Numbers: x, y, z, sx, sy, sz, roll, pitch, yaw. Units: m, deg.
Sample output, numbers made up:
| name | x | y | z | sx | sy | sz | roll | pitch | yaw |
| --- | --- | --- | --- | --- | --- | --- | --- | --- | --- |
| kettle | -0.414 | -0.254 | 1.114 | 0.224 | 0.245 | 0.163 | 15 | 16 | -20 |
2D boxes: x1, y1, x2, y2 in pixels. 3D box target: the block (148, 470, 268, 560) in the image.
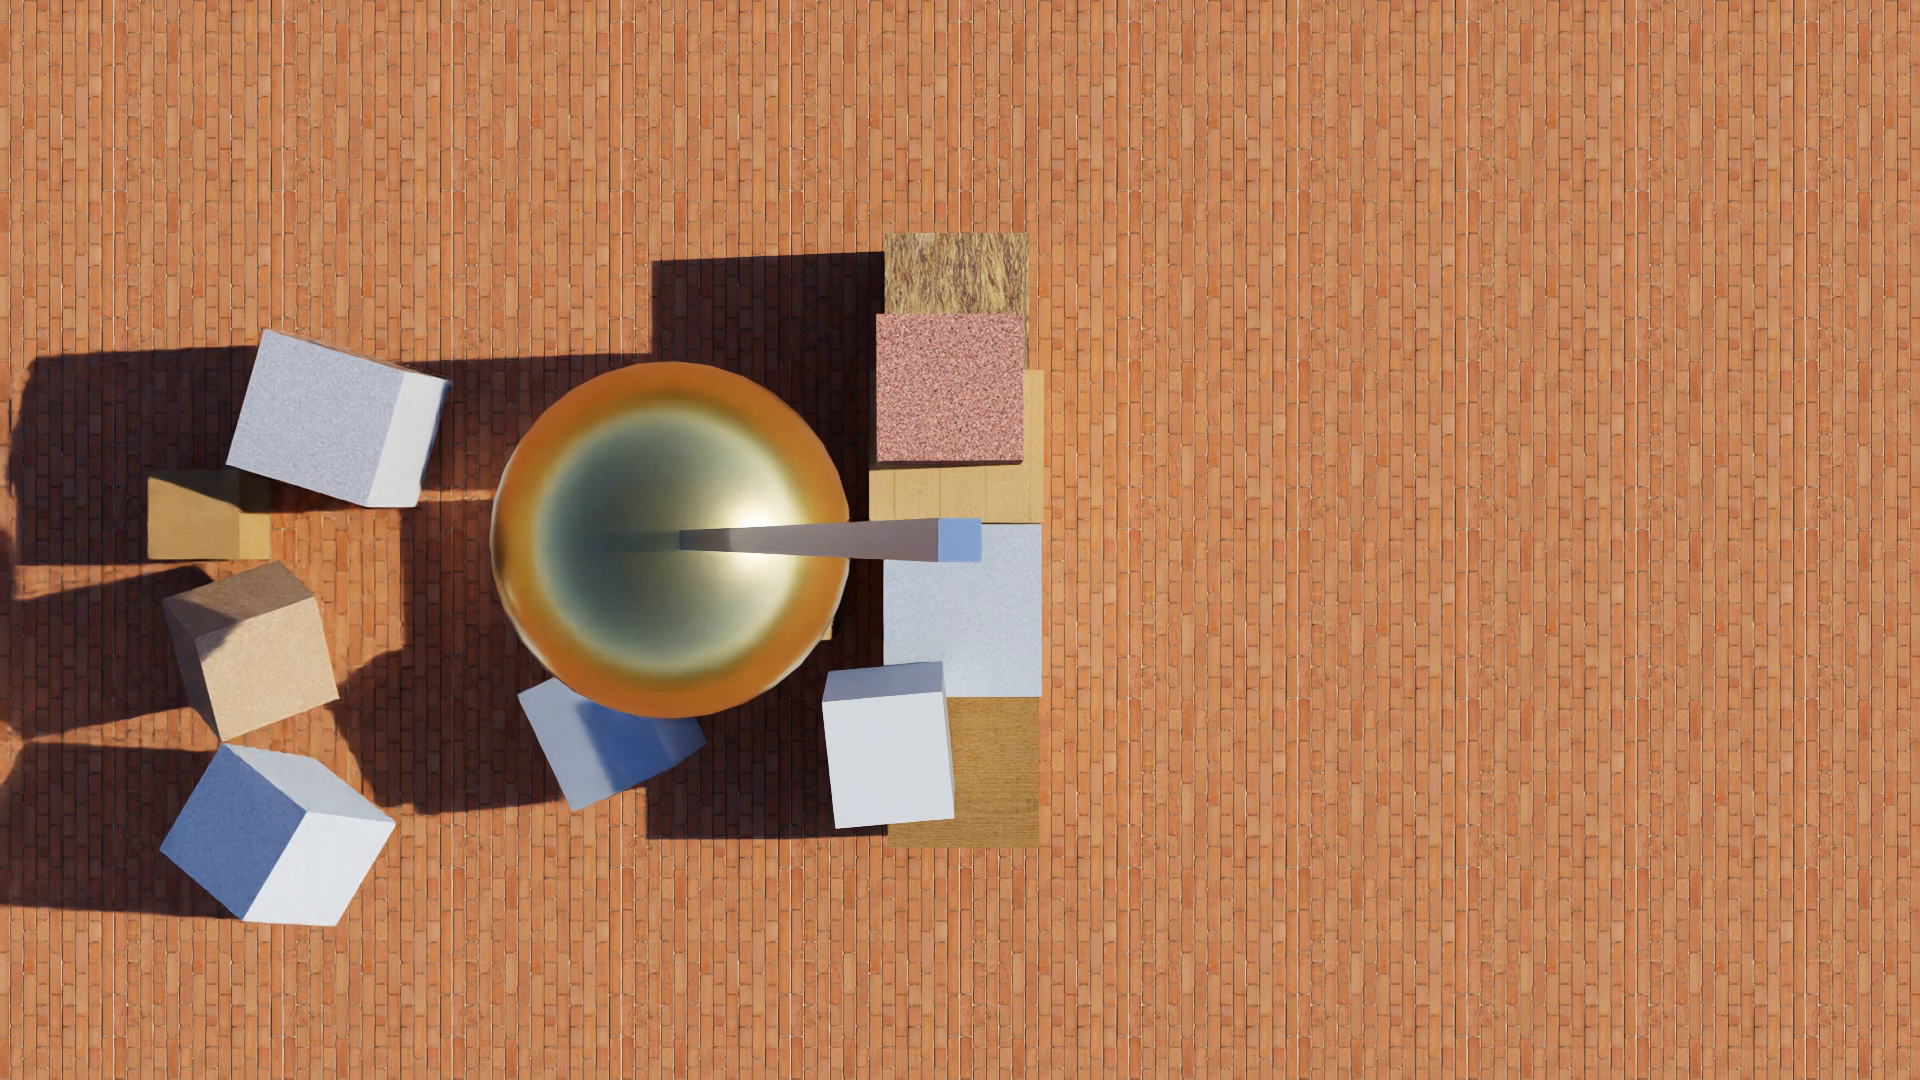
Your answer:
| name | x | y | z | sx | sy | sz | roll | pitch | yaw |
| --- | --- | --- | --- | --- | --- | --- | --- | --- | --- |
| block | -4.347 | -0.144 | 12.740 | 0.522 | 0.520 | 0.508 | 0 | 90 | 0 |

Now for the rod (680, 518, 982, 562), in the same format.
| name | x | y | z | sx | sy | sz | roll | pitch | yaw |
| --- | --- | --- | --- | --- | --- | --- | --- | --- | --- |
| rod | -0.556 | 0.000 | 6.497 | 0.080 | 5.200 | 0.080 | 0 | 90 | -12 |

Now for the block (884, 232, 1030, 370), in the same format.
| name | x | y | z | sx | sy | sz | roll | pitch | yaw |
| --- | --- | --- | --- | --- | --- | --- | --- | --- | --- |
| block | -0.017 | -1.328 | 12.624 | 0.804 | 0.752 | 0.764 | 0 | 90 | 0 |

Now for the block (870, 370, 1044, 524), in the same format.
| name | x | y | z | sx | sy | sz | roll | pitch | yaw |
| --- | --- | --- | --- | --- | --- | --- | --- | --- | --- |
| block | -0.019 | -0.517 | 12.555 | 0.960 | 0.891 | 0.840 | 0 | 90 | 0 |

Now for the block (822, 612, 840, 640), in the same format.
| name | x | y | z | sx | sy | sz | roll | pitch | yaw |
| --- | --- | --- | --- | --- | --- | --- | --- | --- | --- |
| block | -1.205 | 0.132 | 12.569 | 0.958 | 0.862 | 0.867 | -2 | 90 | 0 |

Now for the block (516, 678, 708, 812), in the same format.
| name | x | y | z | sx | sy | sz | roll | pitch | yaw |
| --- | --- | --- | --- | --- | --- | --- | --- | --- | --- |
| block | -1.980 | 1.028 | 12.592 | 0.653 | 0.685 | 0.731 | -25 | 92 | 11 |

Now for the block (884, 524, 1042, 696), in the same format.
| name | x | y | z | sx | sy | sz | roll | pitch | yaw |
| --- | --- | --- | --- | --- | --- | --- | --- | --- | --- |
| block | 0.014 | 0.390 | 12.555 | 0.870 | 0.891 | 0.949 | 0 | 90 | 0 |

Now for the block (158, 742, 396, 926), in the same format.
| name | x | y | z | sx | sy | sz | roll | pitch | yaw |
| --- | --- | --- | --- | --- | --- | --- | --- | --- | --- |
| block | -3.858 | 1.679 | 12.472 | 0.727 | 0.812 | 0.696 | 32 | 92 | 24 |

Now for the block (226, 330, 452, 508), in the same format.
| name | x | y | z | sx | sy | sz | roll | pitch | yaw |
| --- | --- | --- | --- | --- | --- | --- | --- | --- | --- |
| block | -3.520 | -0.676 | 12.532 | 0.825 | 0.861 | 0.774 | 17 | 92 | 4 |

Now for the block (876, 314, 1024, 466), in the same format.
| name | x | y | z | sx | sy | sz | roll | pitch | yaw |
| --- | --- | --- | --- | --- | --- | --- | --- | --- | --- |
| block | -0.052 | -0.794 | 11.761 | 0.762 | 0.697 | 0.762 | 0 | 90 | 0 |

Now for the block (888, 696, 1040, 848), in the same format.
| name | x | y | z | sx | sy | sz | roll | pitch | yaw |
| --- | --- | --- | --- | --- | --- | --- | --- | --- | --- |
| block | 0.019 | 1.291 | 12.610 | 0.841 | 0.780 | 0.838 | 0 | 90 | 0 |

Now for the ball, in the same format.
| name | x | y | z | sx | sy | sz | roll | pitch | yaw |
| --- | --- | --- | --- | --- | --- | --- | --- | --- | --- |
| ball | -1.283 | 0.000 | 9.818 | 1.600 | 1.600 | 1.600 | 0 | 90 | 0 |

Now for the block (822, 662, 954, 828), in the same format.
| name | x | y | z | sx | sy | sz | roll | pitch | yaw |
| --- | --- | --- | --- | --- | --- | --- | --- | --- | --- |
| block | -0.376 | 1.096 | 11.852 | 0.631 | 0.601 | 0.698 | -5 | 102 | 1 |

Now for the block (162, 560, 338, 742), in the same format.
| name | x | y | z | sx | sy | sz | roll | pitch | yaw |
| --- | --- | --- | --- | --- | --- | --- | --- | --- | --- |
| block | -4.020 | 0.620 | 12.463 | 0.688 | 0.575 | 0.671 | -22 | 122 | -30 |
